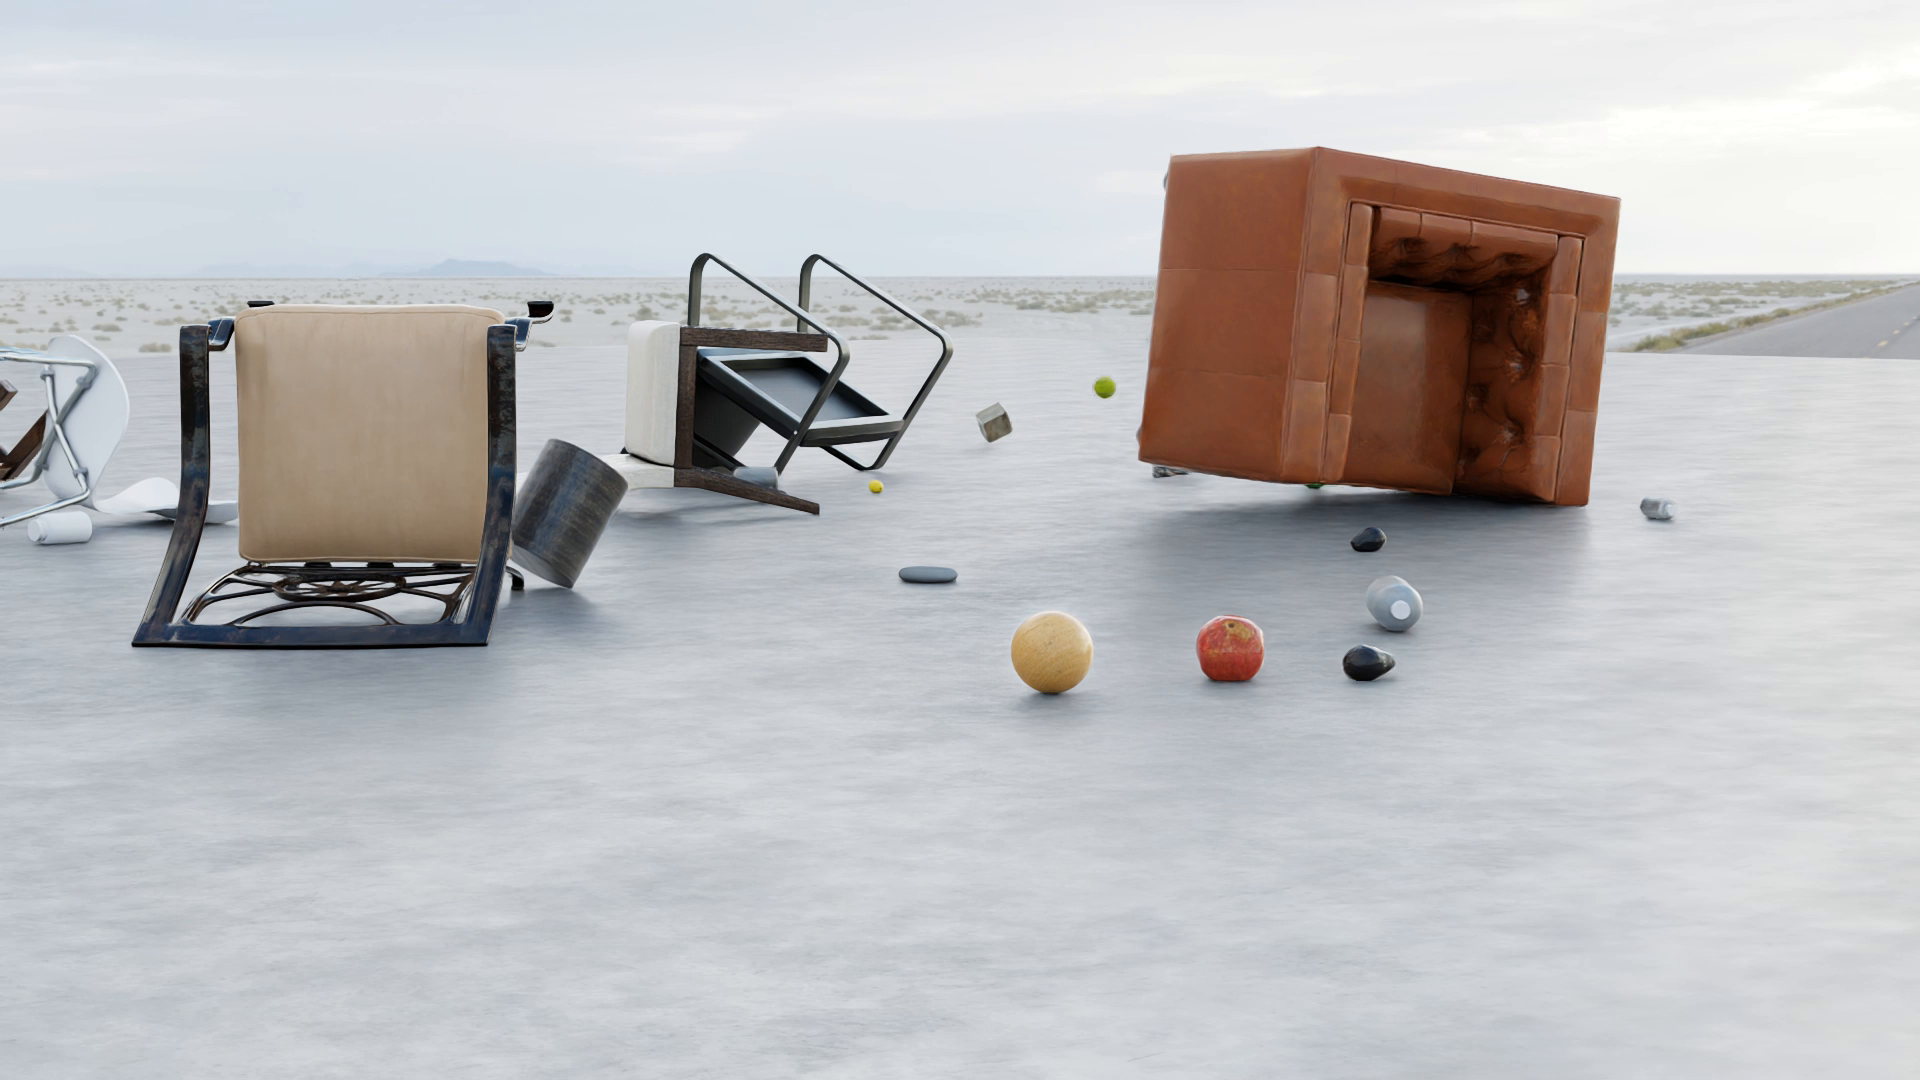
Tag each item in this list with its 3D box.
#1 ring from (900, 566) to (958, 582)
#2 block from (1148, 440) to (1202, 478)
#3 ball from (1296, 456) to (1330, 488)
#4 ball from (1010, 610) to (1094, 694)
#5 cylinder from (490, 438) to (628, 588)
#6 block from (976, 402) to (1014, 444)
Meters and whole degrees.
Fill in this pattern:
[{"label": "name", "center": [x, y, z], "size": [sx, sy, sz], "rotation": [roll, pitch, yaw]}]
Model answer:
[{"label": "ring", "center": [-0.069, 0.075, 5.548], "size": [0.130, 0.029, 0.102], "rotation": [2, 5, 12]}, {"label": "block", "center": [0.705, -0.266, 8.400], "size": [0.157, 0.098, 0.118], "rotation": [-9, 6, 2]}, {"label": "ball", "center": [1.097, -0.210, 7.951], "size": [0.104, 0.104, 0.104], "rotation": [0, 6, 0]}, {"label": "ball", "center": [0.146, 0.177, 4.056], "size": [0.132, 0.132, 0.132], "rotation": [0, 6, 0]}, {"label": "cylinder", "center": [-0.842, -0.056, 5.399], "size": [0.192, 0.244, 0.219], "rotation": [24, -15, 14]}, {"label": "block", "center": [0.133, -0.456, 10.007], "size": [0.106, 0.104, 0.076], "rotation": [-27, 41, -8]}]
